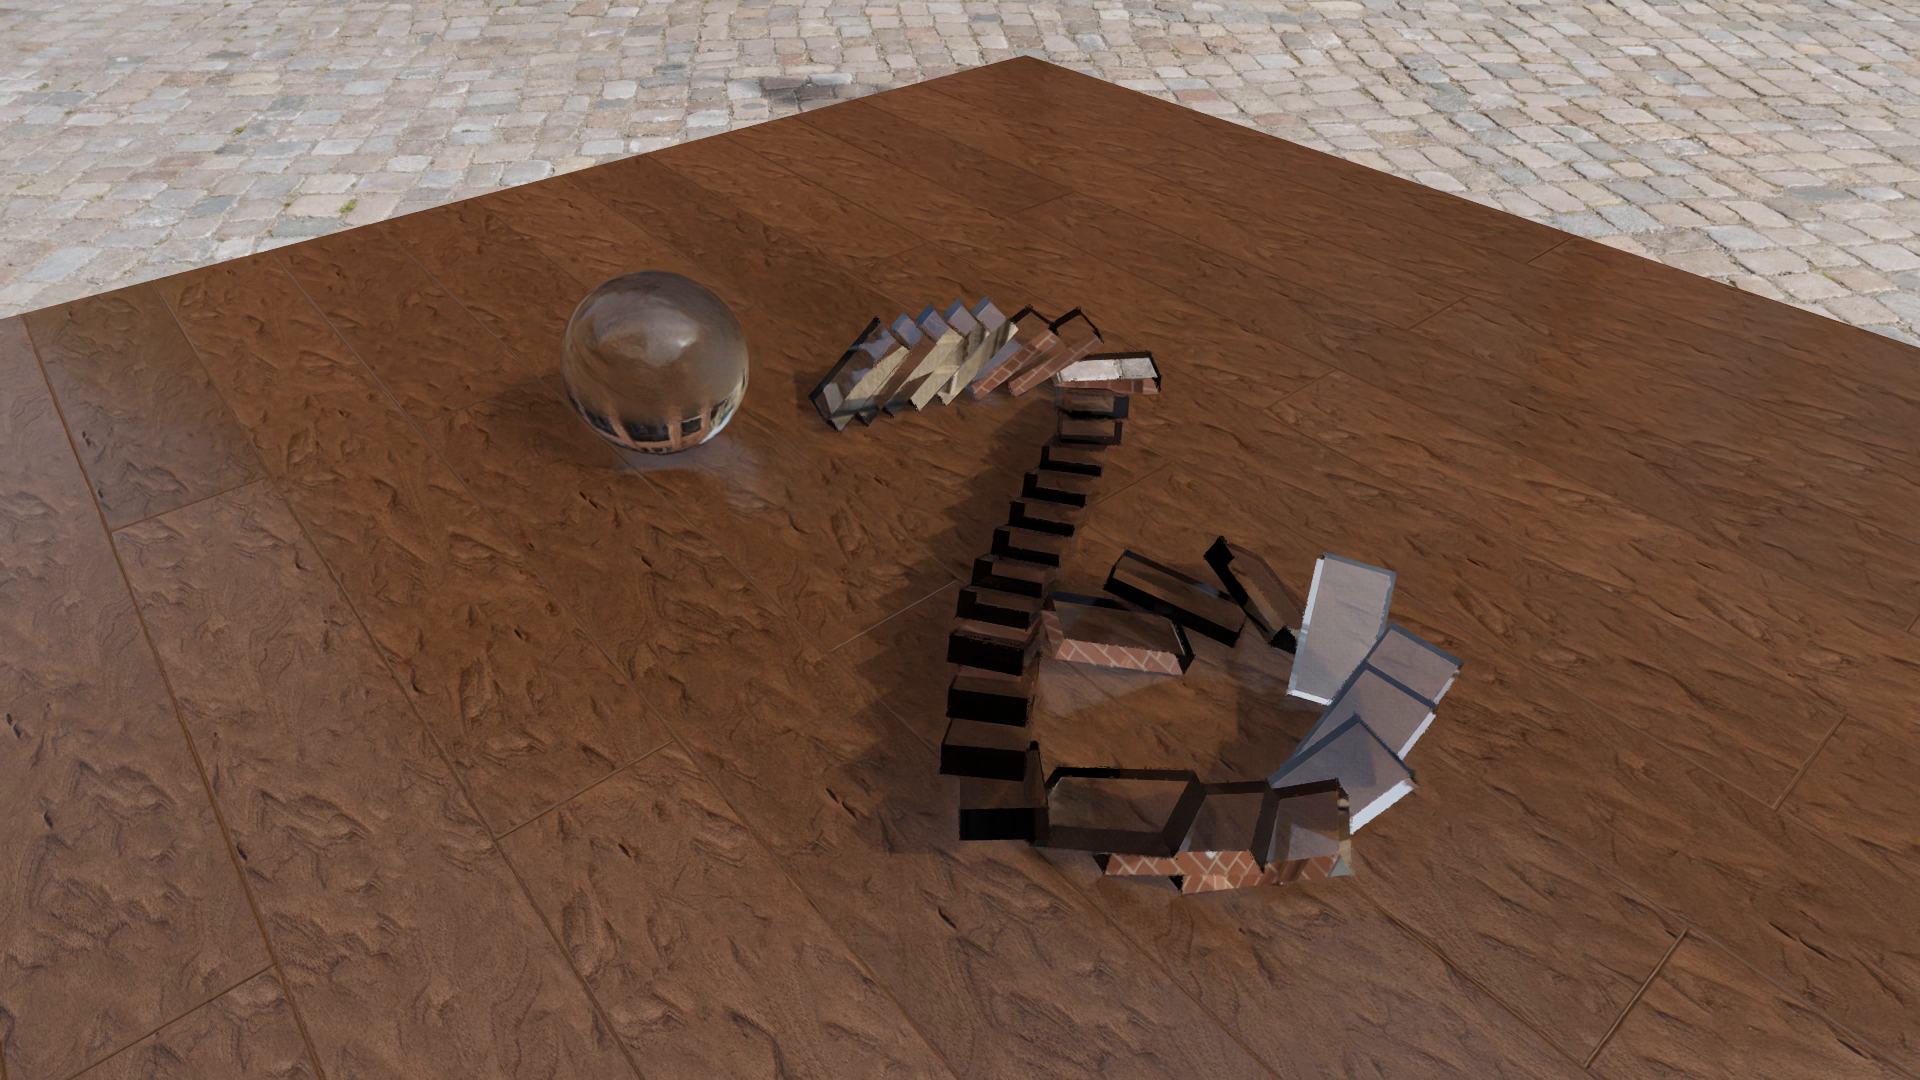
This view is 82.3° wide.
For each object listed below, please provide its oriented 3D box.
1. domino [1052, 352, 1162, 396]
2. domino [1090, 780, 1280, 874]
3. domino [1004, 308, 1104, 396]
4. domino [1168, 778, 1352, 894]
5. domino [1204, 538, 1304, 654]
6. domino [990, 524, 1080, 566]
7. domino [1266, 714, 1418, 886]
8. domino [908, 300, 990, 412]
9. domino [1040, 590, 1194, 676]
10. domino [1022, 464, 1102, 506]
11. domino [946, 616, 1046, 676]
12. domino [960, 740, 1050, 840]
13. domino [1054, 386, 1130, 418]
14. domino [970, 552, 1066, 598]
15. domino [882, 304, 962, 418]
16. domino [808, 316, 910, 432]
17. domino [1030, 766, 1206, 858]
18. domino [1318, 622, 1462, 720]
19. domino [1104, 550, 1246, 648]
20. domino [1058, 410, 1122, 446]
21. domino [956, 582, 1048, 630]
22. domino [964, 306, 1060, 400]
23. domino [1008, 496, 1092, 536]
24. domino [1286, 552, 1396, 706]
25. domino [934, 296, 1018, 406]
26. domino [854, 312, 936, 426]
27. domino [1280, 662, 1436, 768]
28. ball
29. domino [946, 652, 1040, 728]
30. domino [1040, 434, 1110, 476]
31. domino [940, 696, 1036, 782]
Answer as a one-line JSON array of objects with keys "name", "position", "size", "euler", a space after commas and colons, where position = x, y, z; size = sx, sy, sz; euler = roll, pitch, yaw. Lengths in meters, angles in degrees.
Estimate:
[{"name": "domino", "position": [0.071, -0.082, 0.543], "size": [0.050, 0.009, 0.025], "euler": [-3, 39, -4]}, {"name": "domino", "position": [0.065, 0.084, 0.321], "size": [0.050, 0.010, 0.025], "euler": [-13, 31, 36]}, {"name": "domino", "position": [0.043, -0.093, 0.541], "size": [0.050, 0.010, 0.025], "euler": [-30, 43, 2]}, {"name": "domino", "position": [0.086, 0.086, 0.318], "size": [0.050, 0.009, 0.025], "euler": [-18, 34, 30]}, {"name": "domino", "position": [0.113, 0.021, 0.408], "size": [0.025, 0.010, 0.050], "euler": [20, 28, -33]}, {"name": "domino", "position": [0.030, 0.001, 0.422], "size": [0.025, 0.010, 0.050], "euler": [10, 7, 13]}, {"name": "domino", "position": [0.108, 0.078, 0.331], "size": [0.050, 0.009, 0.025], "euler": [-36, 45, 0]}, {"name": "domino", "position": [-0.010, -0.088, 0.526], "size": [0.050, 0.010, 0.025], "euler": [-46, 43, 13]}, {"name": "domino", "position": [0.056, 0.033, 0.392], "size": [0.050, 0.010, 0.025], "euler": [9, 37, -17]}, {"name": "domino", "position": [0.043, -0.024, 0.455], "size": [0.025, 0.010, 0.050], "euler": [10, 12, 12]}, {"name": "domino", "position": [0.014, 0.034, 0.384], "size": [0.025, 0.009, 0.050], "euler": [10, 11, 12]}, {"name": "domino", "position": [0.013, 0.075, 0.334], "size": [0.025, 0.010, 0.050], "euler": [-1, 11, 0]}, {"name": "domino", "position": [0.059, -0.063, 0.502], "size": [0.025, 0.009, 0.050], "euler": [1, 12, -4]}, {"name": "domino", "position": [0.023, 0.011, 0.407], "size": [0.025, 0.010, 0.050], "euler": [10, 7, 13]}, {"name": "domino", "position": [-0.023, -0.085, 0.522], "size": [0.050, 0.009, 0.025], "euler": [-48, 43, 13]}, {"name": "domino", "position": [-0.048, -0.077, 0.513], "size": [0.050, 0.009, 0.025], "euler": [-47, 43, 13]}, {"name": "domino", "position": [0.045, 0.080, 0.327], "size": [0.050, 0.010, 0.025], "euler": [-9, 27, 41]}, {"name": "domino", "position": [0.139, 0.054, 0.360], "size": [0.025, 0.009, 0.050], "euler": [34, 77, 32]}, {"name": "domino", "position": [0.080, 0.021, 0.404], "size": [0.050, 0.009, 0.025], "euler": [24, 21, 13]}, {"name": "domino", "position": [0.057, -0.050, 0.487], "size": [0.025, 0.009, 0.050], "euler": [3, 12, 2]}, {"name": "domino", "position": [0.017, 0.021, 0.397], "size": [0.025, 0.009, 0.050], "euler": [10, 7, 12]}, {"name": "domino", "position": [0.021, -0.092, 0.538], "size": [0.050, 0.010, 0.025], "euler": [-37, 43, -4]}, {"name": "domino", "position": [0.037, -0.011, 0.438], "size": [0.025, 0.009, 0.050], "euler": [10, 10, 12]}, {"name": "domino", "position": [0.132, 0.032, 0.380], "size": [0.025, 0.010, 0.050], "euler": [16, 76, 4]}, {"name": "domino", "position": [0.003, -0.091, 0.531], "size": [0.050, 0.009, 0.025], "euler": [-46, 43, 11]}, {"name": "domino", "position": [-0.035, -0.080, 0.516], "size": [0.050, 0.010, 0.025], "euler": [-47, 43, 13]}, {"name": "domino", "position": [0.124, 0.065, 0.346], "size": [0.025, 0.009, 0.050], "euler": [35, 78, 35]}, {"name": "ball", "position": [-0.133, -0.077, 0.482], "size": [0.080, 0.080, 0.080], "euler": [0, 39, 0]}, {"name": "domino", "position": [0.012, 0.048, 0.368], "size": [0.025, 0.009, 0.050], "euler": [6, 12, 8]}, {"name": "domino", "position": [0.050, -0.037, 0.471], "size": [0.025, 0.010, 0.050], "euler": [8, 12, 9]}, {"name": "domino", "position": [0.010, 0.061, 0.351], "size": [0.025, 0.009, 0.050], "euler": [4, 12, 7]}]
